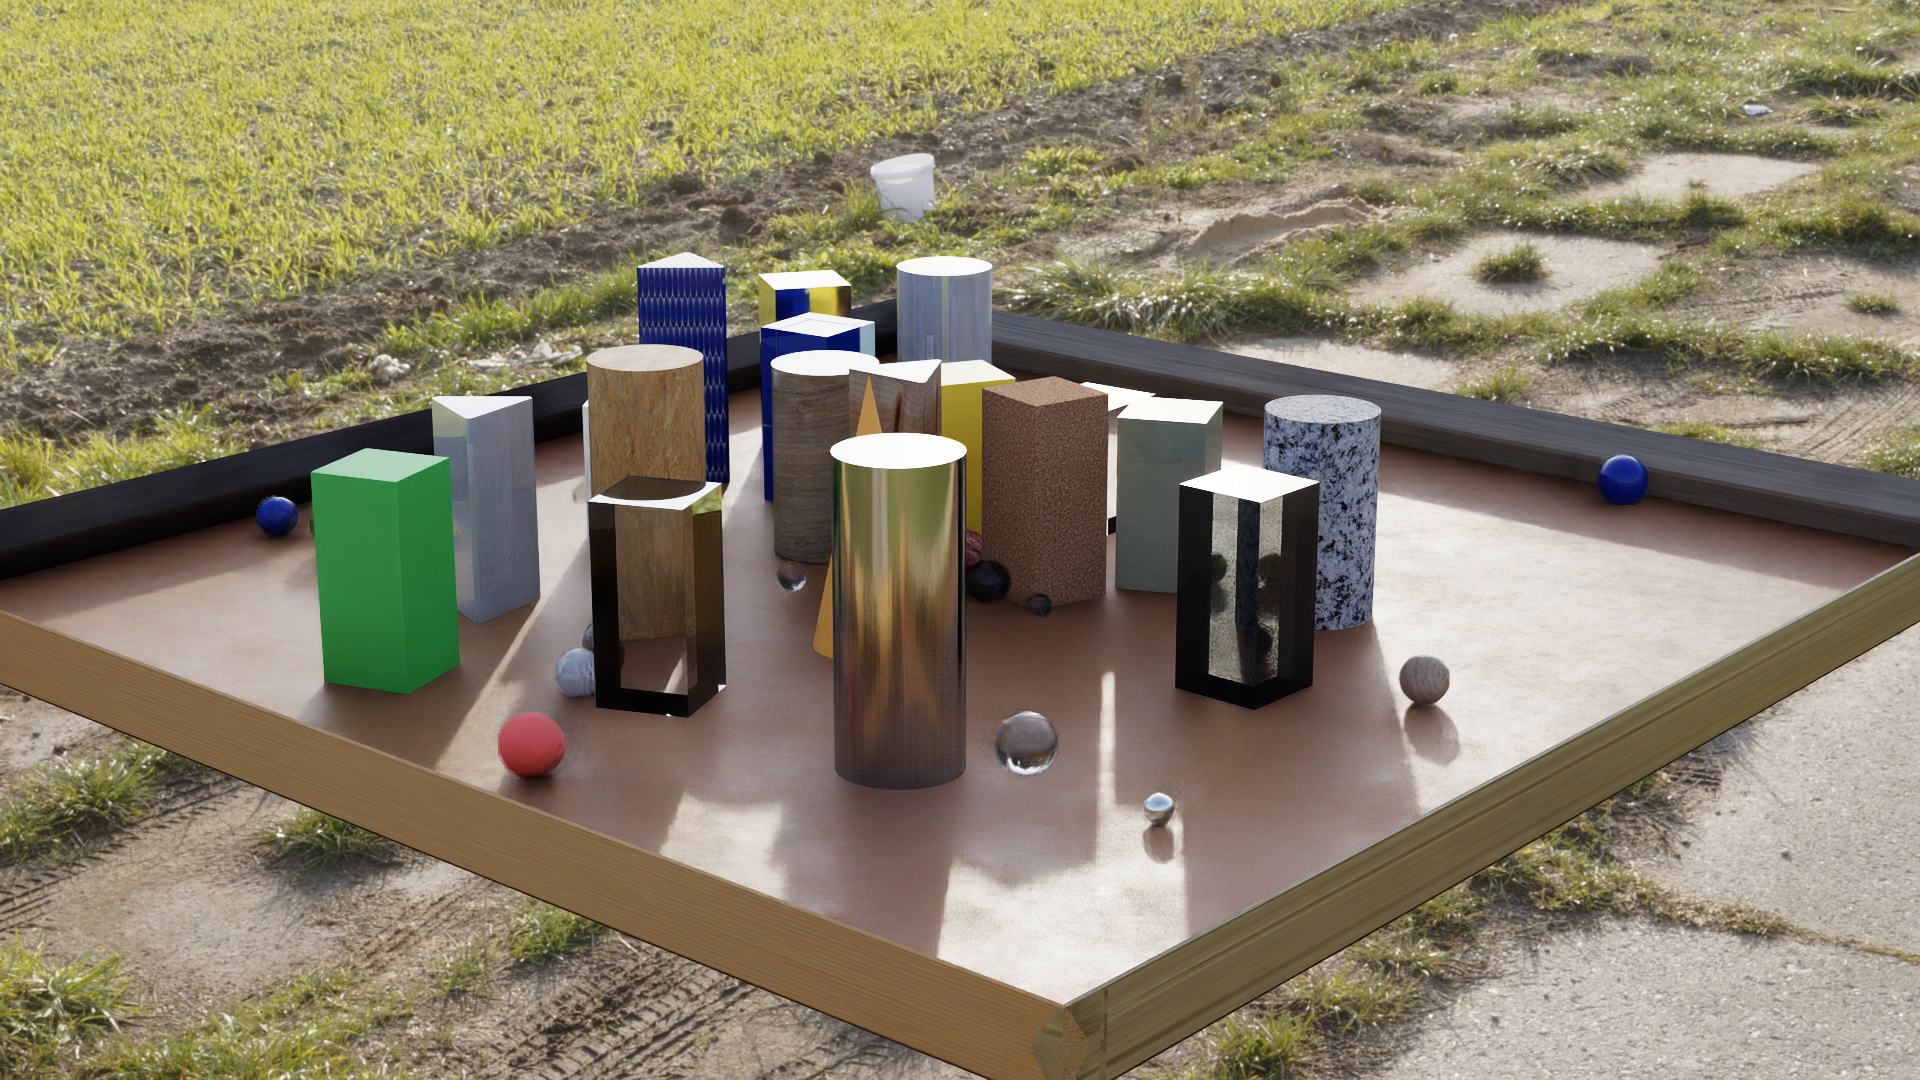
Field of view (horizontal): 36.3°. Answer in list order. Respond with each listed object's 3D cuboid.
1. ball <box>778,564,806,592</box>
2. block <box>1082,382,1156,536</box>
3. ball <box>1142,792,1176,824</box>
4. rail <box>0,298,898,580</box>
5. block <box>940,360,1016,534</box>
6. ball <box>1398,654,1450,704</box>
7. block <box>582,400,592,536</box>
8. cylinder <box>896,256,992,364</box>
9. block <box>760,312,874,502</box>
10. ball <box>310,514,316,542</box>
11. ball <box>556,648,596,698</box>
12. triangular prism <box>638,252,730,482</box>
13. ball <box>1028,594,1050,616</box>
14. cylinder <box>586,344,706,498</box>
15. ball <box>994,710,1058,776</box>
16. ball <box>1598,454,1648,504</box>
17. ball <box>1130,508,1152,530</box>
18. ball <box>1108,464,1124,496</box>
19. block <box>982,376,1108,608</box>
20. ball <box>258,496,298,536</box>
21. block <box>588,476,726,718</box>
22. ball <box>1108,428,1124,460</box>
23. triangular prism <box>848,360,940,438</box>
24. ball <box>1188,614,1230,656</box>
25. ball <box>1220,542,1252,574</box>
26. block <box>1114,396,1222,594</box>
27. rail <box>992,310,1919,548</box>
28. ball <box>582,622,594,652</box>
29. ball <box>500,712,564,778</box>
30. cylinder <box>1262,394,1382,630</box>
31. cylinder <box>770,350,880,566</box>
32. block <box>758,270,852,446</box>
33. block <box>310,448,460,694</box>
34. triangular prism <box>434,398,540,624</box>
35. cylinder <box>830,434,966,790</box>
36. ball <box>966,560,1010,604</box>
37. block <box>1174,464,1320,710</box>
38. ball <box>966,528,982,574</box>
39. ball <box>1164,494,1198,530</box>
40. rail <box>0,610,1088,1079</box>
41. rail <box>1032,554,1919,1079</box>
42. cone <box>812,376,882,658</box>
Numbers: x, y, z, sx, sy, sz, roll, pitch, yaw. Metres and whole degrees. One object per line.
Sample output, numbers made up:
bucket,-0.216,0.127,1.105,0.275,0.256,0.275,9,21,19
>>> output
ball,-0.295,0.065,5.147,0.049,0.049,0.049,0,17,0
block,0.259,-0.155,5.546,0.156,0.241,0.156,12,21,35
ball,0.280,0.377,4.119,0.045,0.045,0.045,0,17,0
rail,-0.992,-0.217,5.944,0.045,0.127,2.727,14,22,39
block,-0.002,-0.147,5.369,0.156,0.327,0.156,-7,18,-22
ball,0.727,0.217,4.588,0.081,0.081,0.081,0,17,0
block,-0.613,-0.148,5.508,0.156,0.249,0.156,1,17,4
cylinder,-0.032,-0.378,6.043,0.195,0.380,0.195,0,17,0
block,-0.273,-0.249,5.680,0.156,0.344,0.156,11,20,32
ball,-1.144,-0.026,5.373,0.093,0.093,0.093,0,17,0
ball,-0.598,0.209,4.619,0.078,0.078,0.078,0,17,0
triangular prism,-0.544,-0.343,5.834,0.169,0.435,0.146,0,17,0
ball,0.135,0.111,5.010,0.040,0.040,0.040,0,17,0
cylinder,-0.528,-0.092,4.981,0.195,0.446,0.195,0,17,0
ball,0.097,0.298,4.298,0.094,0.094,0.094,0,17,0
ball,1.282,-0.117,5.671,0.096,0.096,0.096,0,17,0
ball,0.341,-0.039,5.508,0.041,0.041,0.041,0,17,0
ball,0.287,-0.117,5.727,0.063,0.063,0.063,0,17,0
block,0.147,-0.083,5.096,0.156,0.362,0.156,-12,20,-33
ball,-1.272,-0.045,5.469,0.073,0.073,0.073,0,17,0
block,-0.471,0.087,4.581,0.156,0.335,0.156,5,18,17
ball,0.300,-0.196,5.983,0.066,0.066,0.066,0,17,0
triangular prism,-0.082,-0.116,5.164,0.169,0.386,0.146,13,21,38
ball,0.409,0.156,4.816,0.067,0.067,0.067,0,17,0
ball,0.493,0.031,5.248,0.057,0.057,0.057,0,17,0
block,0.369,-0.079,5.174,0.156,0.310,0.156,5,17,15
rail,0.878,-0.260,6.089,2.674,0.127,0.045,14,22,39
ball,-0.562,0.167,4.732,0.094,0.094,0.094,0,17,0
ball,-0.626,0.300,4.290,0.095,0.095,0.095,0,17,0
cylinder,0.610,-0.048,4.984,0.195,0.360,0.195,0,17,0
cylinder,-0.243,-0.151,5.338,0.195,0.353,0.195,0,17,0
block,-0.316,-0.356,6.003,0.156,0.361,0.156,-5,17,-15
block,-0.916,0.048,4.686,0.156,0.349,0.156,7,18,21
triangular prism,-0.838,-0.062,5.032,0.146,0.359,0.169,10,19,29
cylinder,-0.088,0.103,4.271,0.195,0.483,0.195,0,17,0
ball,0.048,0.072,5.077,0.076,0.076,0.076,0,17,0
block,0.452,0.072,4.625,0.156,0.337,0.156,15,22,40
ball,0.005,0.027,5.188,0.097,0.097,0.097,0,17,0
ball,0.417,-0.053,5.511,0.064,0.064,0.064,0,17,0
rail,-0.878,0.324,4.151,2.674,0.127,0.045,14,22,39
rail,0.992,0.280,4.296,0.045,0.127,2.727,14,22,39
cone,-0.148,-0.048,4.810,0.195,0.460,0.195,0,17,0
